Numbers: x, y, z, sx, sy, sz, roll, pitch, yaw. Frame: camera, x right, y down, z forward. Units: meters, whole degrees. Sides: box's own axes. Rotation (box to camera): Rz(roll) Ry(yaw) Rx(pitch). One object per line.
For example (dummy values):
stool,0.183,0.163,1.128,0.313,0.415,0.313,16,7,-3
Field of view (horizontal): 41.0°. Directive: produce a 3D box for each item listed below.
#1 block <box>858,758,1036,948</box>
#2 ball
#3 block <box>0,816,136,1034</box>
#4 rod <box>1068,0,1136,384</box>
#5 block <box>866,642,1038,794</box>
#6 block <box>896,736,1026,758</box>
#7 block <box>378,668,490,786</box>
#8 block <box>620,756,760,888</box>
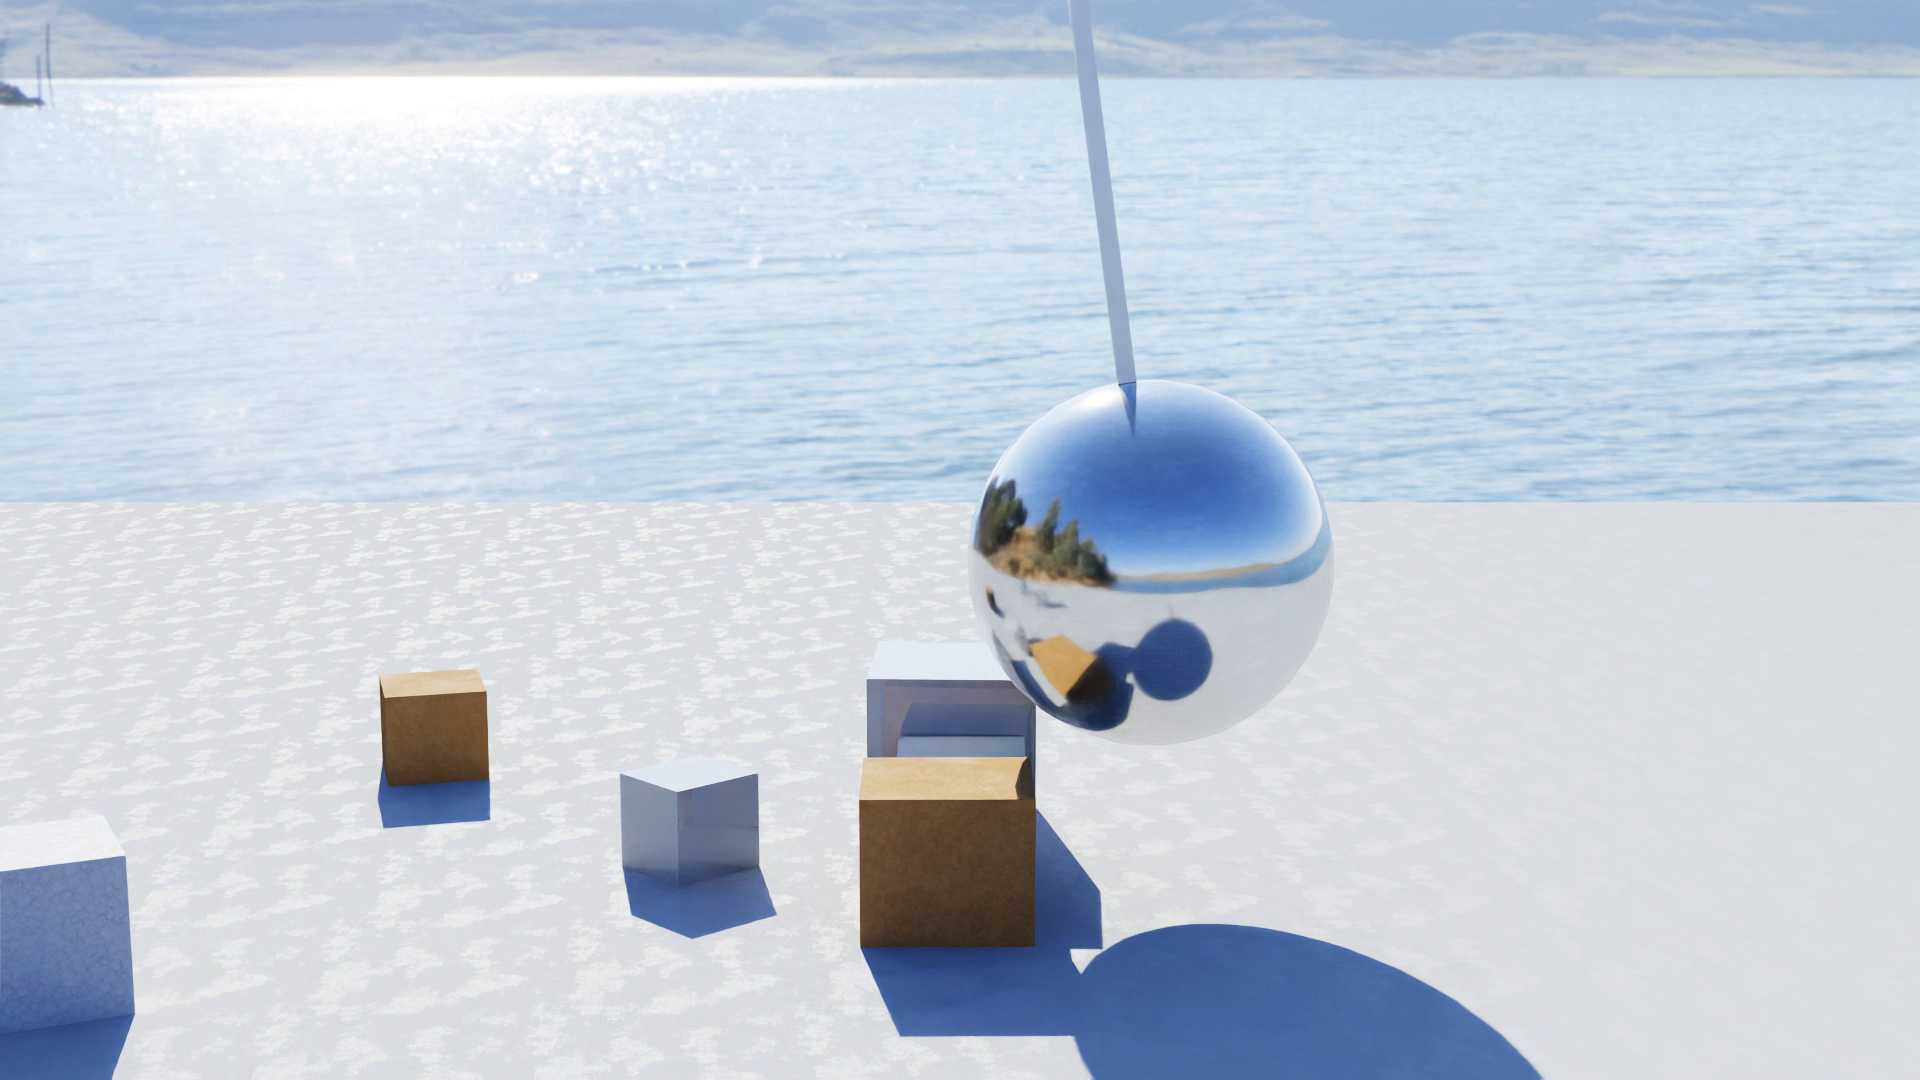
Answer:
block,-0.054,1.294,10.710,0.713,0.622,0.649,0,10,-1
ball,0.830,0.097,11.198,1.600,1.600,1.600,0,10,0
block,-3.520,1.463,9.782,0.603,0.622,0.586,-5,11,-26
rod,0.360,-3.216,10.596,0.080,5.200,0.080,-8,10,1
block,-0.025,0.962,12.000,0.766,0.814,0.755,0,10,2
block,0.005,1.212,11.347,0.564,0.556,0.568,0,10,0
block,-2.680,0.949,13.067,0.500,0.457,0.513,-3,11,-15
block,-1.208,1.251,11.477,0.451,0.432,0.422,-10,14,-42
